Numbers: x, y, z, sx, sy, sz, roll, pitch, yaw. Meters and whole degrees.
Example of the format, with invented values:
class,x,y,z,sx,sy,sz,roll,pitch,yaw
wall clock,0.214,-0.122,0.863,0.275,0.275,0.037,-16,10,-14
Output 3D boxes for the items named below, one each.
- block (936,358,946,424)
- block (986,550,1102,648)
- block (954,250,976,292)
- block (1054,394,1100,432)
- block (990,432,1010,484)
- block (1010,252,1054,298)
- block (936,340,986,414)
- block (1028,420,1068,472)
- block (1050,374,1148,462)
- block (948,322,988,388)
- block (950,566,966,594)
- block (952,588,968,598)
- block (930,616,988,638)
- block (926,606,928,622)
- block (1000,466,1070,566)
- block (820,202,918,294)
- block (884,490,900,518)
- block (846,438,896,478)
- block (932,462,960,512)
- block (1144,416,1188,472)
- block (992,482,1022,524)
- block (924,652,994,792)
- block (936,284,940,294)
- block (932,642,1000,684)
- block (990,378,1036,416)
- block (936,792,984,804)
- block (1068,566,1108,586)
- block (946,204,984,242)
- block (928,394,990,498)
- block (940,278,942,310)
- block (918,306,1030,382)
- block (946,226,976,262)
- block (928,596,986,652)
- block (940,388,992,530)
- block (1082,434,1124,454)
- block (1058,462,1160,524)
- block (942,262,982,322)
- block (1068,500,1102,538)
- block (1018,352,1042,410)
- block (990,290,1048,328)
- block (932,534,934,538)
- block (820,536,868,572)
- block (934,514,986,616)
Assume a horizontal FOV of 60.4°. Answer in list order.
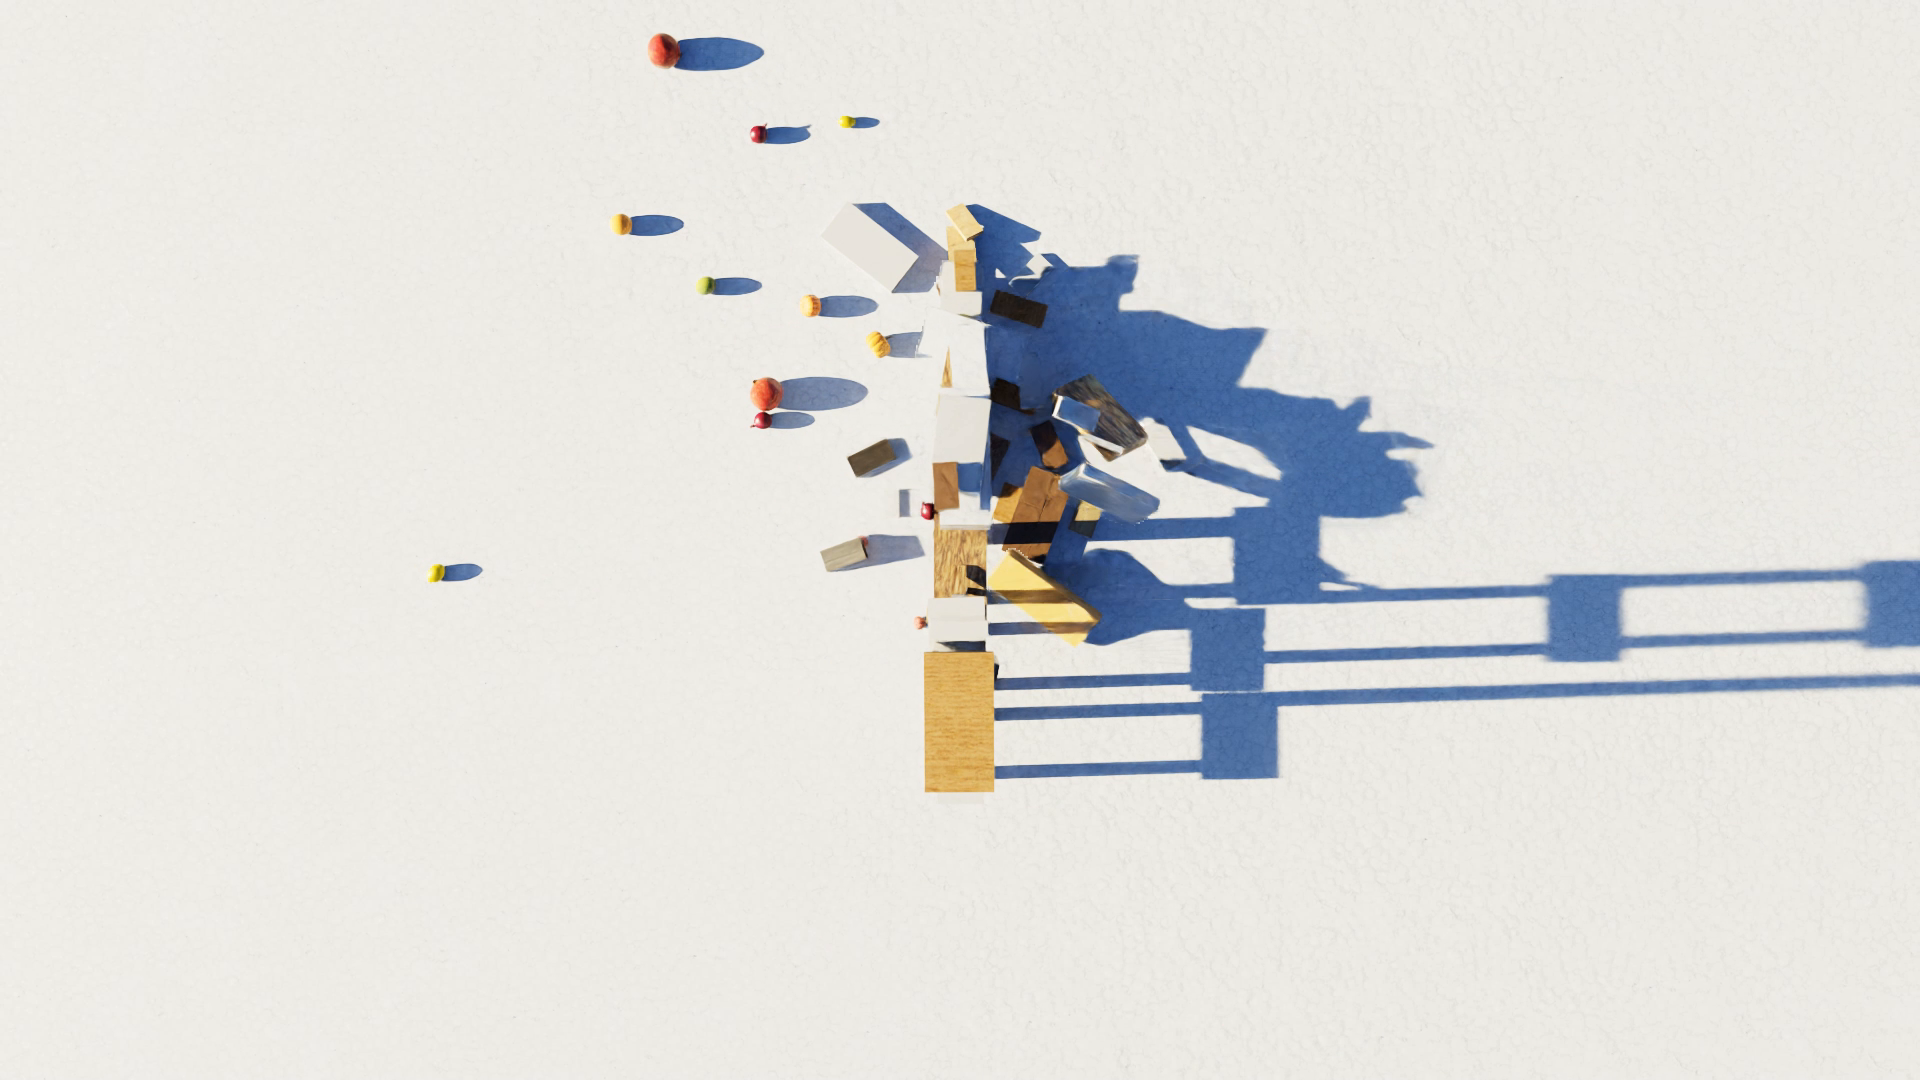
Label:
class,x,y,z,sx,sy,sz,roll,pitch,yaw
block,0.000,-0.518,5.336,0.149,0.042,0.299,0,92,-1
block,0.276,0.194,5.432,0.369,0.041,0.146,36,124,-3
block,0.015,-0.870,5.327,0.066,0.019,0.131,-3,94,-2
block,0.367,-0.397,5.182,0.142,0.020,0.071,21,85,-23
block,0.097,-0.267,5.488,0.083,0.023,0.166,26,90,0
block,0.237,-0.880,5.490,0.071,0.020,0.142,44,90,0
block,0.001,-0.519,5.263,0.112,0.032,0.257,11,102,-1
block,0.296,-0.314,5.489,0.077,0.022,0.155,-25,90,0
block,0.454,-0.401,5.378,0.157,0.044,0.314,-27,59,-23
block,0.026,-0.569,5.218,0.112,0.032,0.223,-5,102,1
block,-0.004,0.123,5.098,0.047,0.013,0.095,0,63,0
block,-0.001,0.177,5.081,0.047,0.095,0.013,0,120,0
block,-0.003,0.226,4.289,0.146,0.292,0.041,-2,90,0
block,-0.015,0.206,4.630,0.153,0.305,0.043,2,90,0
block,0.257,-0.081,5.479,0.149,0.042,0.298,20,90,0
block,-0.300,-0.972,5.479,0.298,0.042,0.149,38,90,0
block,-0.227,-0.122,5.493,0.047,0.013,0.095,-2,90,0
block,-0.295,-0.273,5.489,0.149,0.021,0.074,-26,90,0
block,-0.042,-0.163,5.008,0.074,0.021,0.149,-4,75,-1
block,0.676,-0.317,5.488,0.083,0.023,0.166,-32,90,0
block,0.157,-0.121,5.491,0.064,0.018,0.129,20,90,0
block,-0.002,0.447,4.067,0.171,0.049,0.343,0,90,0
block,-0.028,-0.789,5.445,0.066,0.019,0.131,-17,103,4
block,0.011,0.315,4.263,0.171,0.343,0.049,12,90,0
block,0.182,-0.476,5.489,0.155,0.022,0.077,20,90,0
block,0.000,0.681,5.189,0.145,0.041,0.291,0,90,0
block,0.427,0.120,5.491,0.129,0.018,0.064,-2,90,0
block,0.014,-1.052,5.460,0.066,0.019,0.131,-29,67,-13
block,0.000,-0.290,5.090,0.157,0.044,0.314,6,70,1
block,0.000,-0.734,5.429,0.128,0.036,0.257,-2,107,0
block,0.044,-0.627,5.282,0.328,0.042,0.149,17,98,-2
block,0.005,-0.953,5.451,0.089,0.025,0.177,-4,73,-1
block,-0.006,0.308,4.456,0.153,0.043,0.305,-2,90,0
block,0.015,-0.256,5.125,0.157,0.044,0.461,0,70,-1
block,0.448,-0.302,5.171,0.129,0.064,0.018,21,91,-3
block,0.474,-0.147,5.233,0.292,0.146,0.041,24,63,-21
block,0.005,-0.772,5.362,0.128,0.036,0.257,2,95,-1
block,0.428,-0.098,5.488,0.083,0.023,0.166,21,90,0
block,0.229,-0.530,5.473,0.071,0.020,0.190,-4,81,-4
block,0.195,-0.769,5.489,0.182,0.022,0.077,17,90,0
block,-0.002,-0.017,5.336,0.164,0.329,0.047,8,90,0
block,-0.385,0.048,5.467,0.149,0.021,0.074,-19,90,18
block,0.001,0.084,5.148,0.164,0.047,0.328,0,90,0
